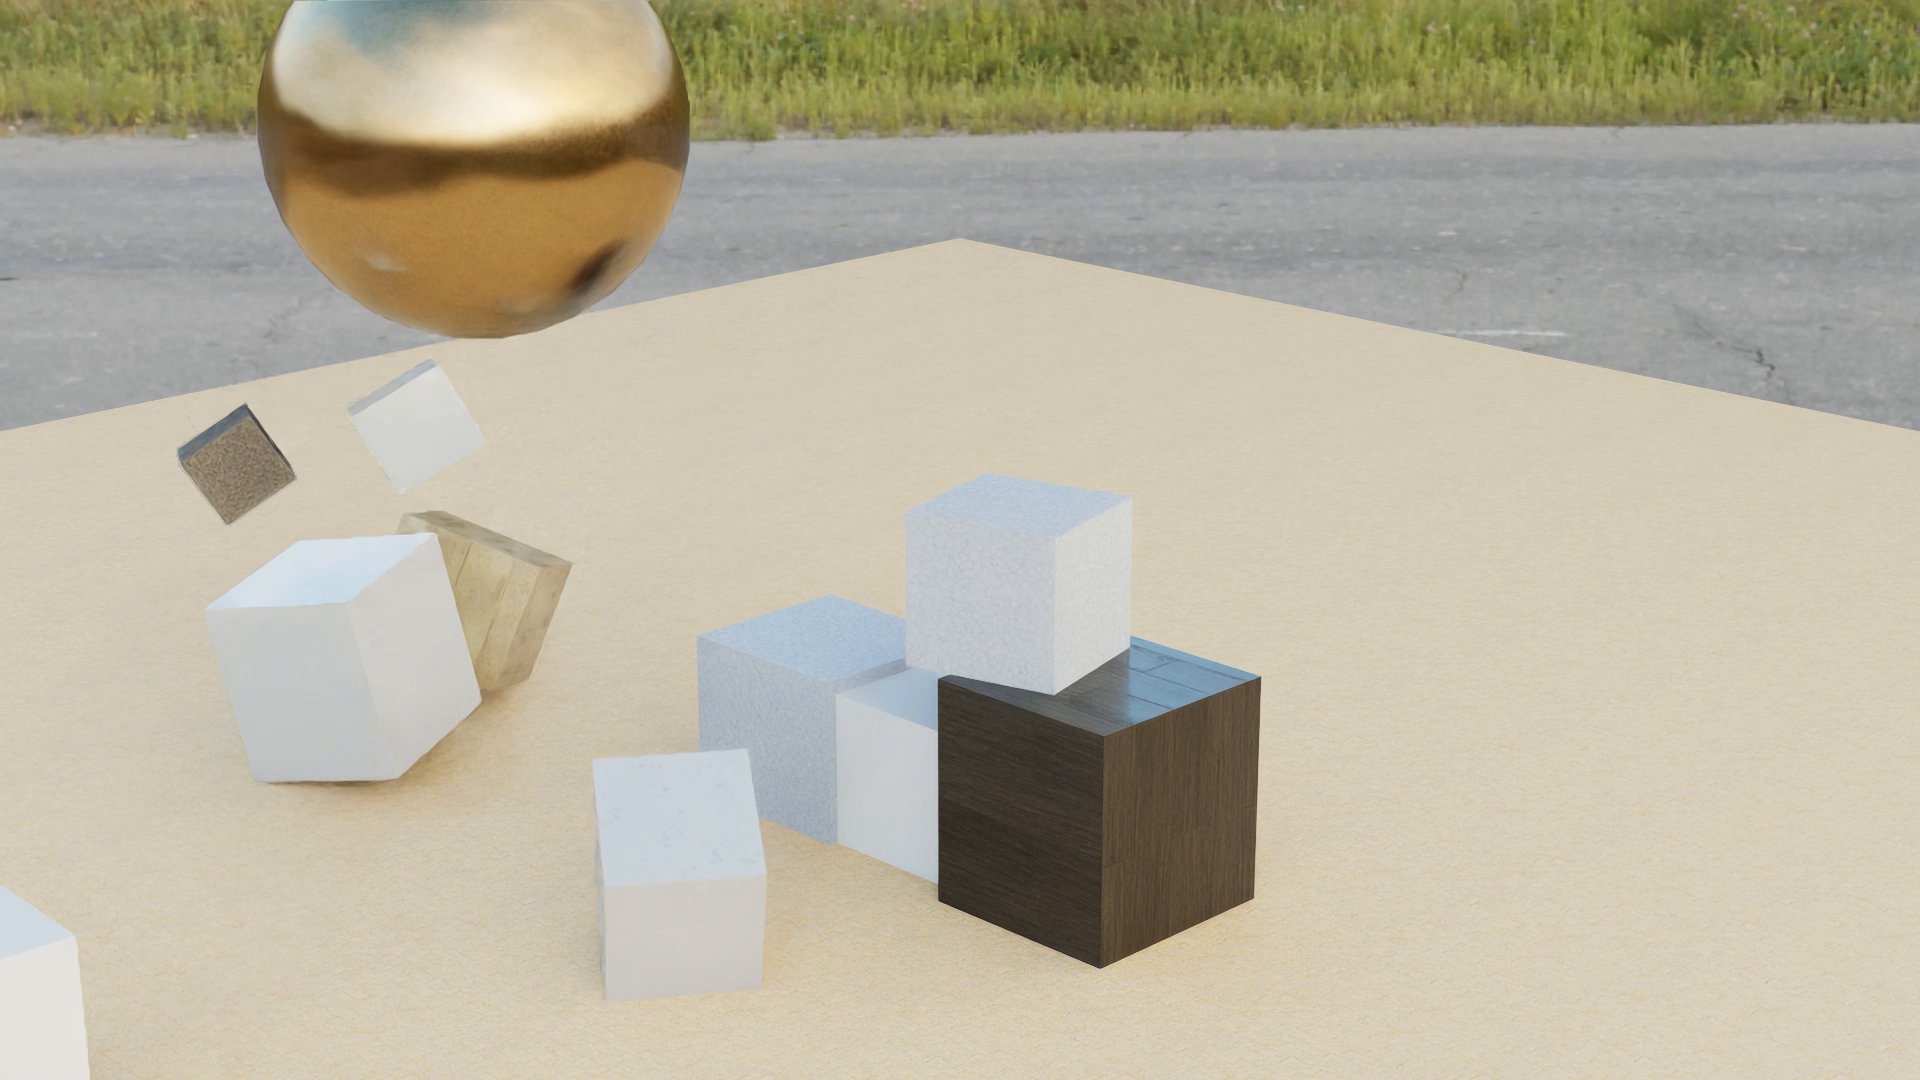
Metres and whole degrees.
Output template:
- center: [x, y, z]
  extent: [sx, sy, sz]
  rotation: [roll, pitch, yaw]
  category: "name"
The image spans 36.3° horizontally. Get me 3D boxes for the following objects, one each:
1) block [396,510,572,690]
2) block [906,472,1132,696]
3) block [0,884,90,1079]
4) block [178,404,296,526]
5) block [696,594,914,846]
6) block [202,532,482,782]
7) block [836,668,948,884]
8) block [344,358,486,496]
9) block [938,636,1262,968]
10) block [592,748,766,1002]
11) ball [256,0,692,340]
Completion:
- center: [-2.614, 0.311, 15.551]
  extent: [0.776, 0.684, 0.718]
  rotation: [22, 4, 5]
  category: "block"
- center: [0.263, 0.182, 13.029]
  extent: [0.748, 0.711, 0.717]
  rotation: [10, 20, 29]
  category: "block"
- center: [-3.973, 1.848, 11.127]
  extent: [0.922, 0.802, 0.972]
  rotation: [-15, 23, -40]
  category: "block"
- center: [-4.149, -0.435, 16.813]
  extent: [0.469, 0.447, 0.460]
  rotation: [-36, 19, -7]
  category: "block"
- center: [-0.630, 0.855, 14.268]
  extent: [0.937, 0.814, 0.881]
  rotation: [17, 24, 42]
  category: "block"
- center: [-3.052, 0.582, 14.579]
  extent: [0.826, 0.936, 0.872]
  rotation: [-3, 21, 23]
  category: "block"
- center: [-0.009, 1.069, 13.701]
  extent: [0.797, 0.745, 0.807]
  rotation: [17, 24, 42]
  category: "block"
- center: [-3.004, -0.631, 16.171]
  extent: [0.550, 0.500, 0.543]
  rotation: [-32, 14, -9]
  category: "block"
- center: [0.614, 1.111, 13.034]
  extent: [1.027, 1.064, 0.985]
  rotation: [-17, 24, -42]
  category: "block"
- center: [-1.188, 1.404, 12.300]
  extent: [0.653, 0.716, 0.715]
  rotation: [-3, 42, -10]
  category: "block"
- center: [-1.807, -1.550, 10.960]
  extent: [1.600, 1.600, 1.600]
  rotation: [0, 17, 0]
  category: "ball"
